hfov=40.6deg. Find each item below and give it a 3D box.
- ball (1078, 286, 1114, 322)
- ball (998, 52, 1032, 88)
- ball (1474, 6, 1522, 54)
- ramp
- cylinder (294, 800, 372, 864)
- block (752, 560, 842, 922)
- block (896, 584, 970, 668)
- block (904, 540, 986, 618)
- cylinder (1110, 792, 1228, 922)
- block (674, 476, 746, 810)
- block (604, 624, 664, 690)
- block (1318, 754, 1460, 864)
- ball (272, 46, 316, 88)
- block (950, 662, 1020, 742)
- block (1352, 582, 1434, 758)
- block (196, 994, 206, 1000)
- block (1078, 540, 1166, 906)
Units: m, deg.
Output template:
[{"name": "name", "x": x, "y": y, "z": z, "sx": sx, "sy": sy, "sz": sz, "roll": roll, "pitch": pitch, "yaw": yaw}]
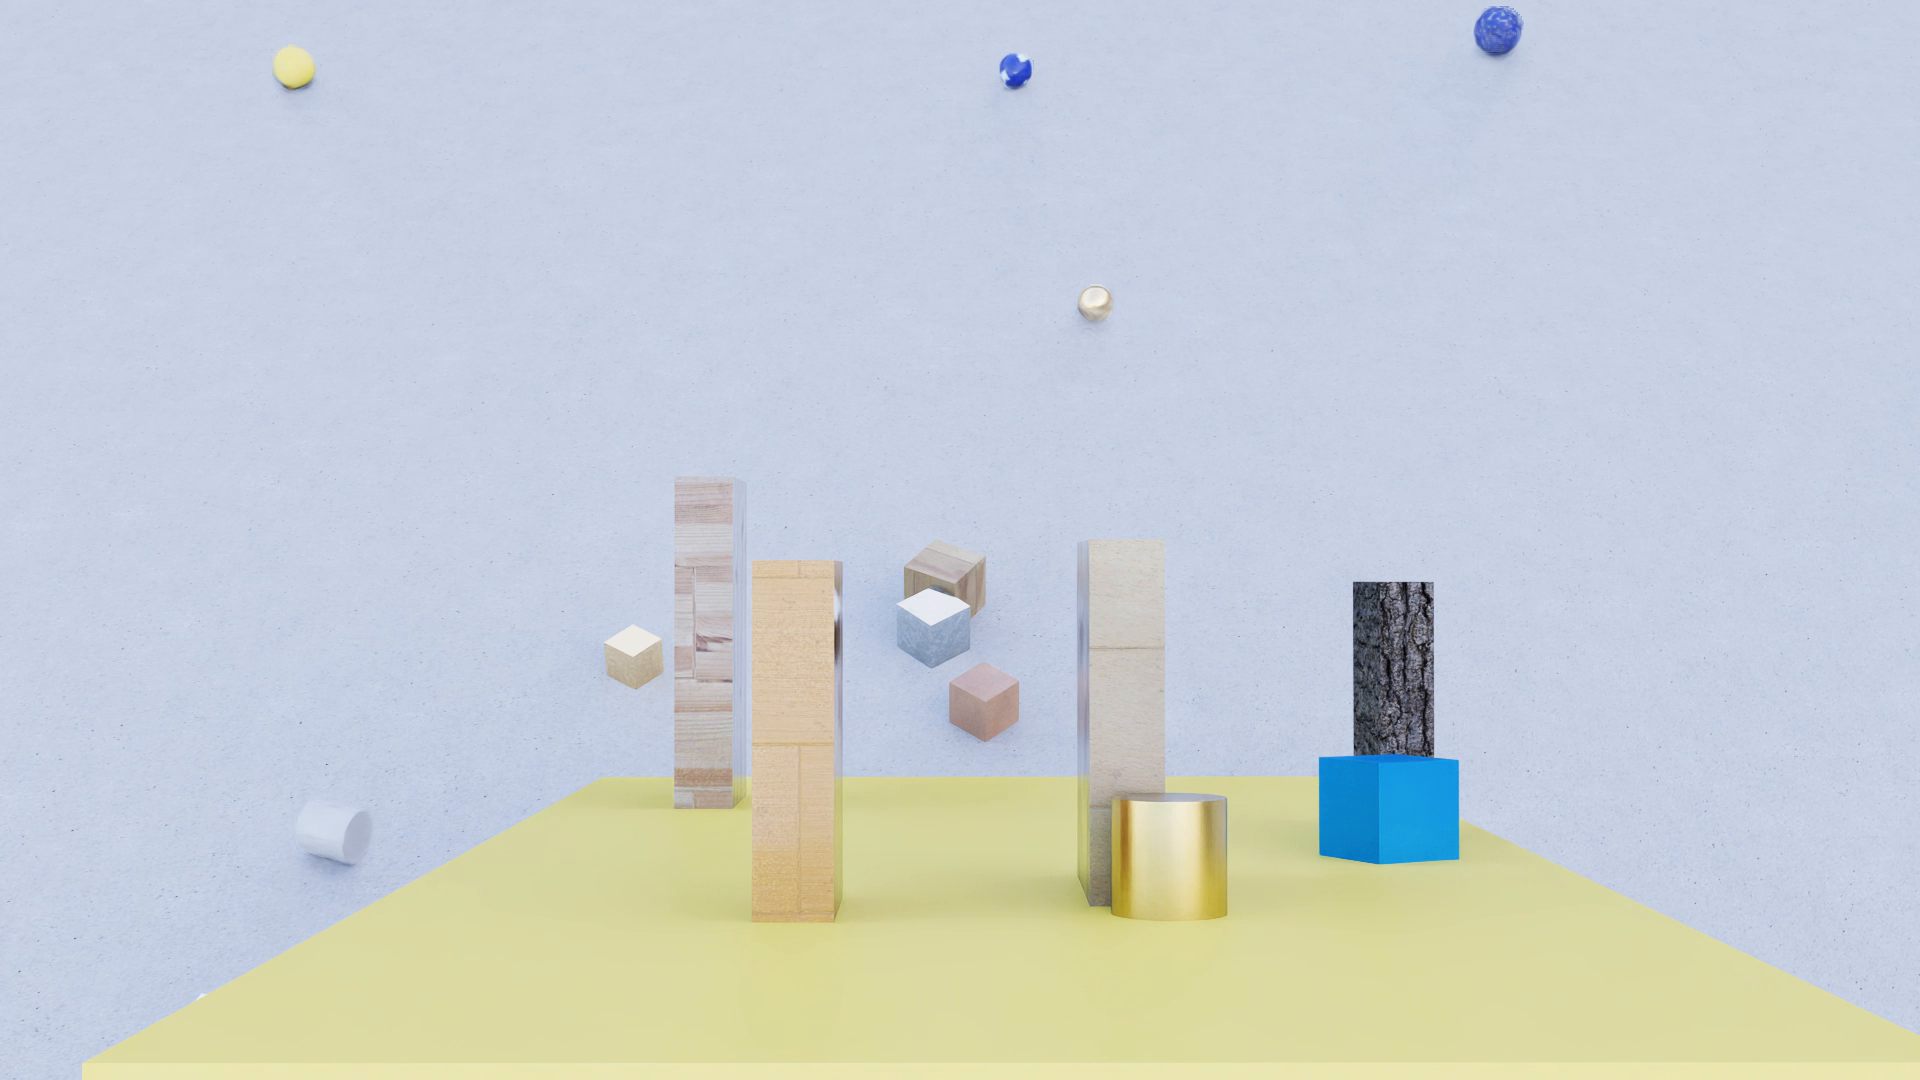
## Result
[{"name": "ball", "x": 0.473, "y": -0.823, "z": 9.032, "sx": 0.126, "sy": 0.126, "sz": 0.126, "roll": 0, "pitch": 33, "yaw": 0}, {"name": "ball", "x": 0.231, "y": -1.956, "z": 10.794, "sx": 0.142, "sy": 0.142, "sz": 0.142, "roll": 0, "pitch": 33, "yaw": 0}, {"name": "ball", "x": 2.300, "y": -2.177, "z": 11.084, "sx": 0.202, "sy": 0.202, "sz": 0.202, "roll": 0, "pitch": 33, "yaw": 0}, {"name": "ramp", "x": 0.072, "y": 0.634, "z": 4.736, "sx": 2.000, "sy": 0.100, "sz": 4.000, "roll": 0, "pitch": -1, "yaw": 0}, {"name": "cylinder", "x": -1.587, "y": 0.739, "z": 6.570, "sx": 0.138, "sy": 0.138, "sz": 0.138, "roll": 11, "pitch": 34, "yaw": 17}, {"name": "block", "x": -0.249, "y": 0.302, "z": 4.015, "sx": 0.123, "sy": 0.540, "sz": 0.296, "roll": 0, "pitch": -1, "yaw": 0}, {"name": "block", "x": -0.075, "y": 0.245, "z": 7.336, "sx": 0.147, "sy": 0.147, "sz": 0.147, "roll": -26, "pitch": 40, "yaw": -34}, {"name": "block", "x": -0.043, "y": 0.133, "z": 7.490, "sx": 0.171, "sy": 0.171, "sz": 0.171, "roll": 18, "pitch": 37, "yaw": 26}, {"name": "cylinder", "x": 0.320, "y": 0.483, "z": 3.967, "sx": 0.178, "sy": 0.178, "sz": 0.178, "roll": 0, "pitch": -1, "yaw": 0}, {"name": "block", "x": -0.573, "y": 0.232, "z": 5.981, "sx": 0.130, "sy": 0.743, "sz": 0.382, "roll": 0, "pitch": -1, "yaw": 0}, {"name": "block", "x": -0.910, "y": 0.327, "z": 7.240, "sx": 0.113, "sy": 0.113, "sz": 0.113, "roll": 23, "pitch": 39, "yaw": 32}, {"name": "block", "x": 0.789, "y": 0.493, "z": 4.774, "sx": 0.181, "sy": 0.181, "sz": 0.181, "roll": 0, "pitch": -1, "yaw": -28}, {"name": "ball", "x": -2.769, "y": -1.966, "z": 10.783, "sx": 0.171, "sy": 0.171, "sz": 0.171, "roll": 0, "pitch": 33, "yaw": 0}, {"name": "block", "x": 0.066, "y": 0.439, "z": 7.044, "sx": 0.134, "sy": 0.134, "sz": 0.134, "roll": 27, "pitch": 41, "yaw": 35}, {"name": "block", "x": 0.867, "y": 0.337, "z": 5.196, "sx": 0.104, "sy": 0.507, "sz": 0.347, "roll": 0, "pitch": -1, "yaw": 0}, {"name": "block", "x": -1.708, "y": 1.144, "z": 5.943, "sx": 0.129, "sy": 0.129, "sz": 0.129, "roll": 10, "pitch": 34, "yaw": 15}, {"name": "block", "x": 0.262, "y": 0.289, "z": 4.270, "sx": 0.118, "sy": 0.574, "sz": 0.424, "roll": 0, "pitch": -1, "yaw": 0}]
